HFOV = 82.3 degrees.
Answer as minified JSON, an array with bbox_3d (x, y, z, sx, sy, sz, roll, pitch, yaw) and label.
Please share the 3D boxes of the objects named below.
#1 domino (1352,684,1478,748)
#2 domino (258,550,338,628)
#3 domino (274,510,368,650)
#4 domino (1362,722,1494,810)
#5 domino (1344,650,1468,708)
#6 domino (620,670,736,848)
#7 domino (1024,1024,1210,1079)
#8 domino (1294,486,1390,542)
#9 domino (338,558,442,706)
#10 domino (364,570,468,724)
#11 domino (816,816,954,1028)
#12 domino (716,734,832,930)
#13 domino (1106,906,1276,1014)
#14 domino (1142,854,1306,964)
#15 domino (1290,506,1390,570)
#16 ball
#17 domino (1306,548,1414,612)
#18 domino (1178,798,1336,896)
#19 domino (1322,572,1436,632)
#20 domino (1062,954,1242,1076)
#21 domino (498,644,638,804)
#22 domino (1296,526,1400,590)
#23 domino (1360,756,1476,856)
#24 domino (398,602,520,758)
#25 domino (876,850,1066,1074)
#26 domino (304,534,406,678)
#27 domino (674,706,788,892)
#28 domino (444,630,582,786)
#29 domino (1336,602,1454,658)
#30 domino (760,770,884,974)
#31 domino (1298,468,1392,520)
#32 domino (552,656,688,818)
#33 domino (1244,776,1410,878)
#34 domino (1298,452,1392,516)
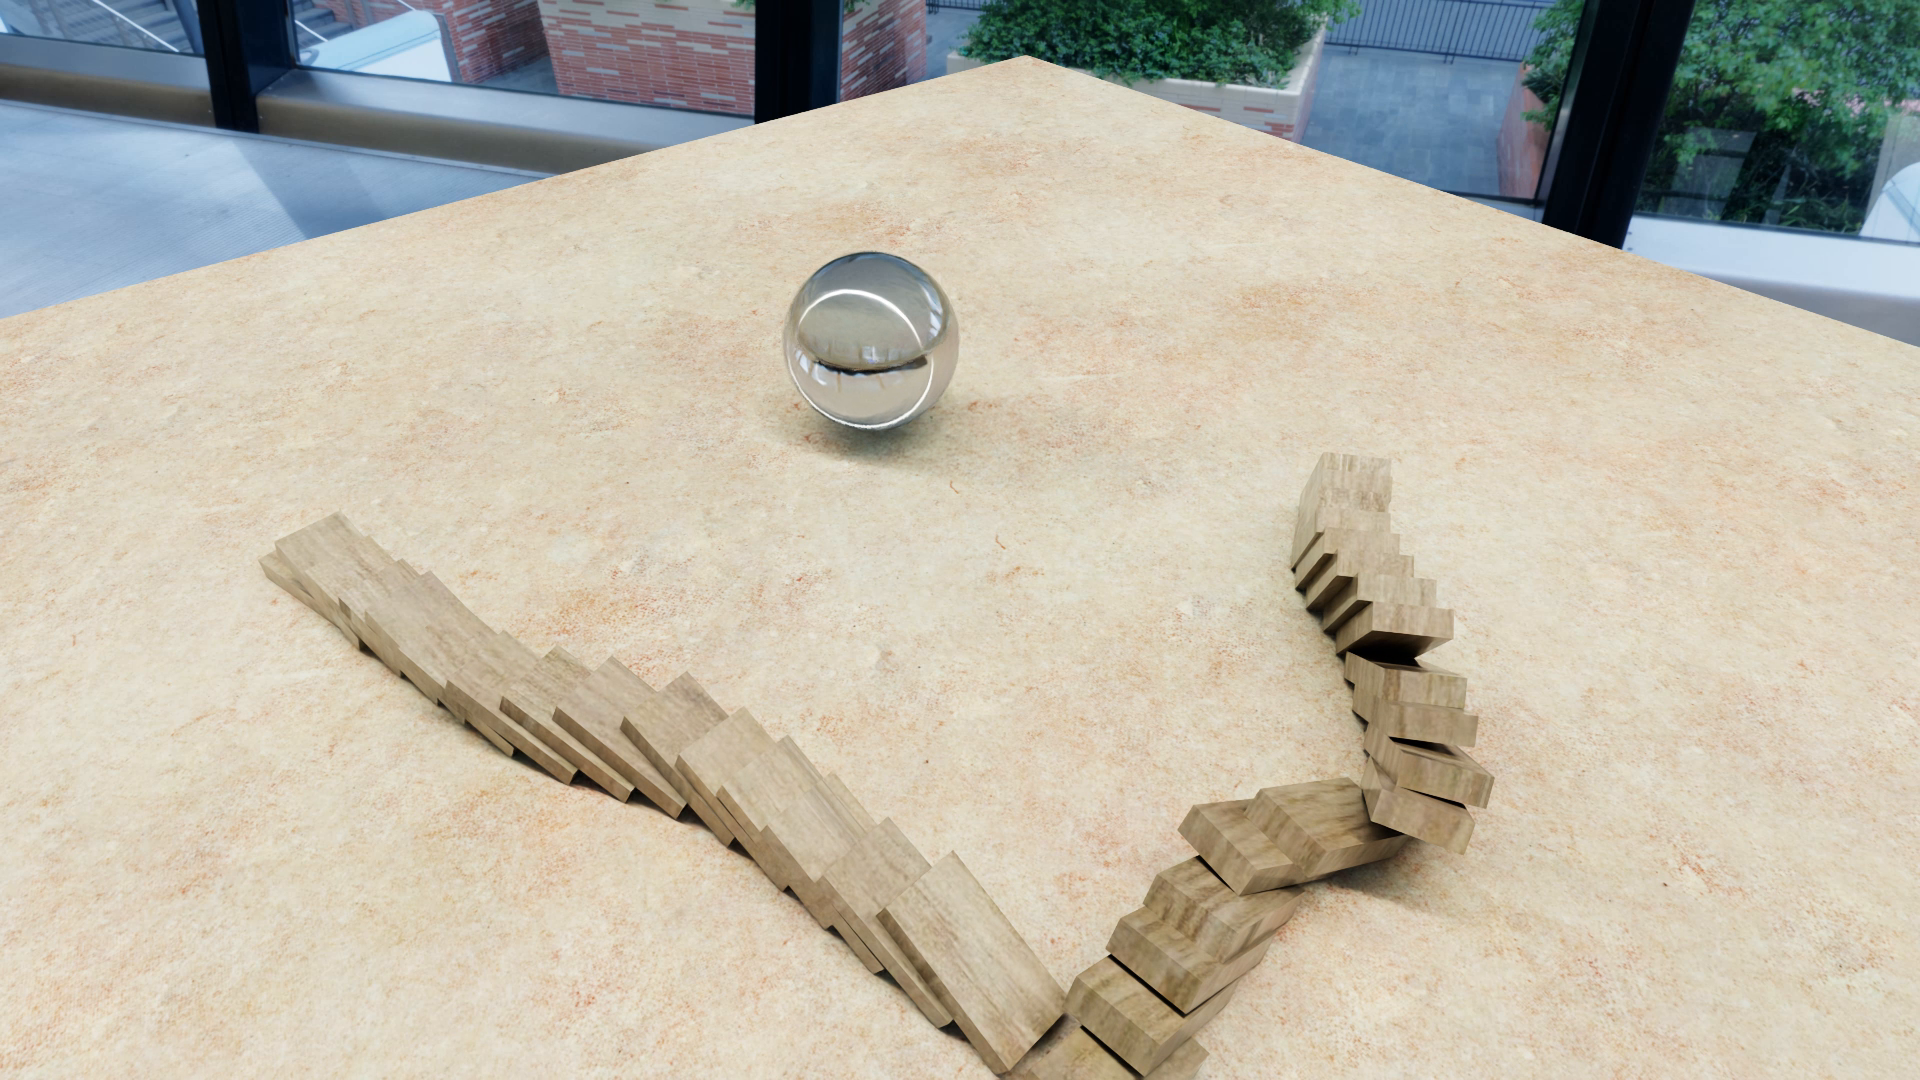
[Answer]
[{"bbox_3d":[0.145,0.055,0.353,0.025,0.009,0.050,7,1,8],"label":"domino"},{"bbox_3d":[-0.245,0.014,0.426,0.050,0.010,0.025,24,45,26],"label":"domino"},{"bbox_3d":[-0.227,0.015,0.408,0.050,0.010,0.025,45,51,9],"label":"domino"},{"bbox_3d":[0.142,0.068,0.337,0.025,0.010,0.050,14,5,9],"label":"domino"},{"bbox_3d":[0.146,0.046,0.365,0.025,0.009,0.050,6,1,7],"label":"domino"},{"bbox_3d":[-0.079,0.068,0.343,0.050,0.010,0.025,45,50,8],"label":"domino"},{"bbox_3d":[0.038,0.129,0.266,0.025,0.010,0.050,36,23,29],"label":"domino"},{"bbox_3d":[0.145,-0.006,0.422,0.025,0.050,0.009,8,74,9],"label":"domino"},{"bbox_3d":[-0.191,0.032,0.388,0.050,0.010,0.025,42,50,7],"label":"domino"},{"bbox_3d":[-0.177,0.037,0.378,0.050,0.010,0.025,44,50,5],"label":"domino"},{"bbox_3d":[-0.013,0.104,0.300,0.050,0.009,0.025,47,54,9],"label":"domino"},{"bbox_3d":[-0.045,0.085,0.321,0.025,0.009,0.050,-36,81,-36],"label":"domino"},{"bbox_3d":[0.062,0.107,0.293,0.025,0.010,0.050,31,15,33],"label":"domino"},{"bbox_3d":[0.074,0.098,0.302,0.025,0.009,0.050,31,15,33],"label":"domino"},{"bbox_3d":[0.142,0.001,0.413,0.025,0.050,0.009,6,74,8],"label":"domino"},{"bbox_3d":[-0.040,-0.089,0.497,0.080,0.080,0.080,0,39,0],"label":"ball"},{"bbox_3d":[0.142,0.016,0.395,0.025,0.050,0.010,6,74,7],"label":"domino"},{"bbox_3d":[0.088,0.087,0.318,0.050,0.010,0.025,8,27,-43],"label":"domino"},{"bbox_3d":[0.146,0.024,0.385,0.025,0.050,0.010,6,74,7],"label":"domino"},{"bbox_3d":[0.051,0.116,0.283,0.025,0.009,0.050,31,18,32],"label":"domino"},{"bbox_3d":[-0.119,0.059,0.354,0.050,0.009,0.025,37,46,0],"label":"domino"},{"bbox_3d":[0.141,0.008,0.404,0.025,0.050,0.009,6,74,7],"label":"domino"},{"bbox_3d":[0.134,0.077,0.326,0.025,0.009,0.050,19,6,16],"label":"domino"},{"bbox_3d":[-0.159,0.046,0.368,0.050,0.010,0.025,40,50,2],"label":"domino"},{"bbox_3d":[0.004,0.111,0.291,0.025,0.010,0.050,-32,76,-35],"label":"domino"},{"bbox_3d":[-0.208,0.024,0.398,0.050,0.009,0.025,42,50,7],"label":"domino"},{"bbox_3d":[-0.060,0.078,0.332,0.050,0.010,0.025,47,54,10],"label":"domino"},{"bbox_3d":[-0.139,0.054,0.359,0.050,0.010,0.025,37,46,0],"label":"domino"},{"bbox_3d":[0.147,0.032,0.376,0.025,0.050,0.009,6,76,7],"label":"domino"},{"bbox_3d":[-0.030,0.093,0.311,0.025,0.010,0.050,-36,81,-36],"label":"domino"},{"bbox_3d":[0.150,-0.013,0.430,0.025,0.050,0.009,8,74,9],"label":"domino"},{"bbox_3d":[-0.101,0.062,0.349,0.050,0.009,0.025,38,46,2],"label":"domino"},{"bbox_3d":[0.109,0.083,0.323,0.050,0.009,0.025,6,28,-42],"label":"domino"},{"bbox_3d":[0.153,-0.020,0.439,0.025,0.050,0.009,8,74,9],"label":"domino"}]
